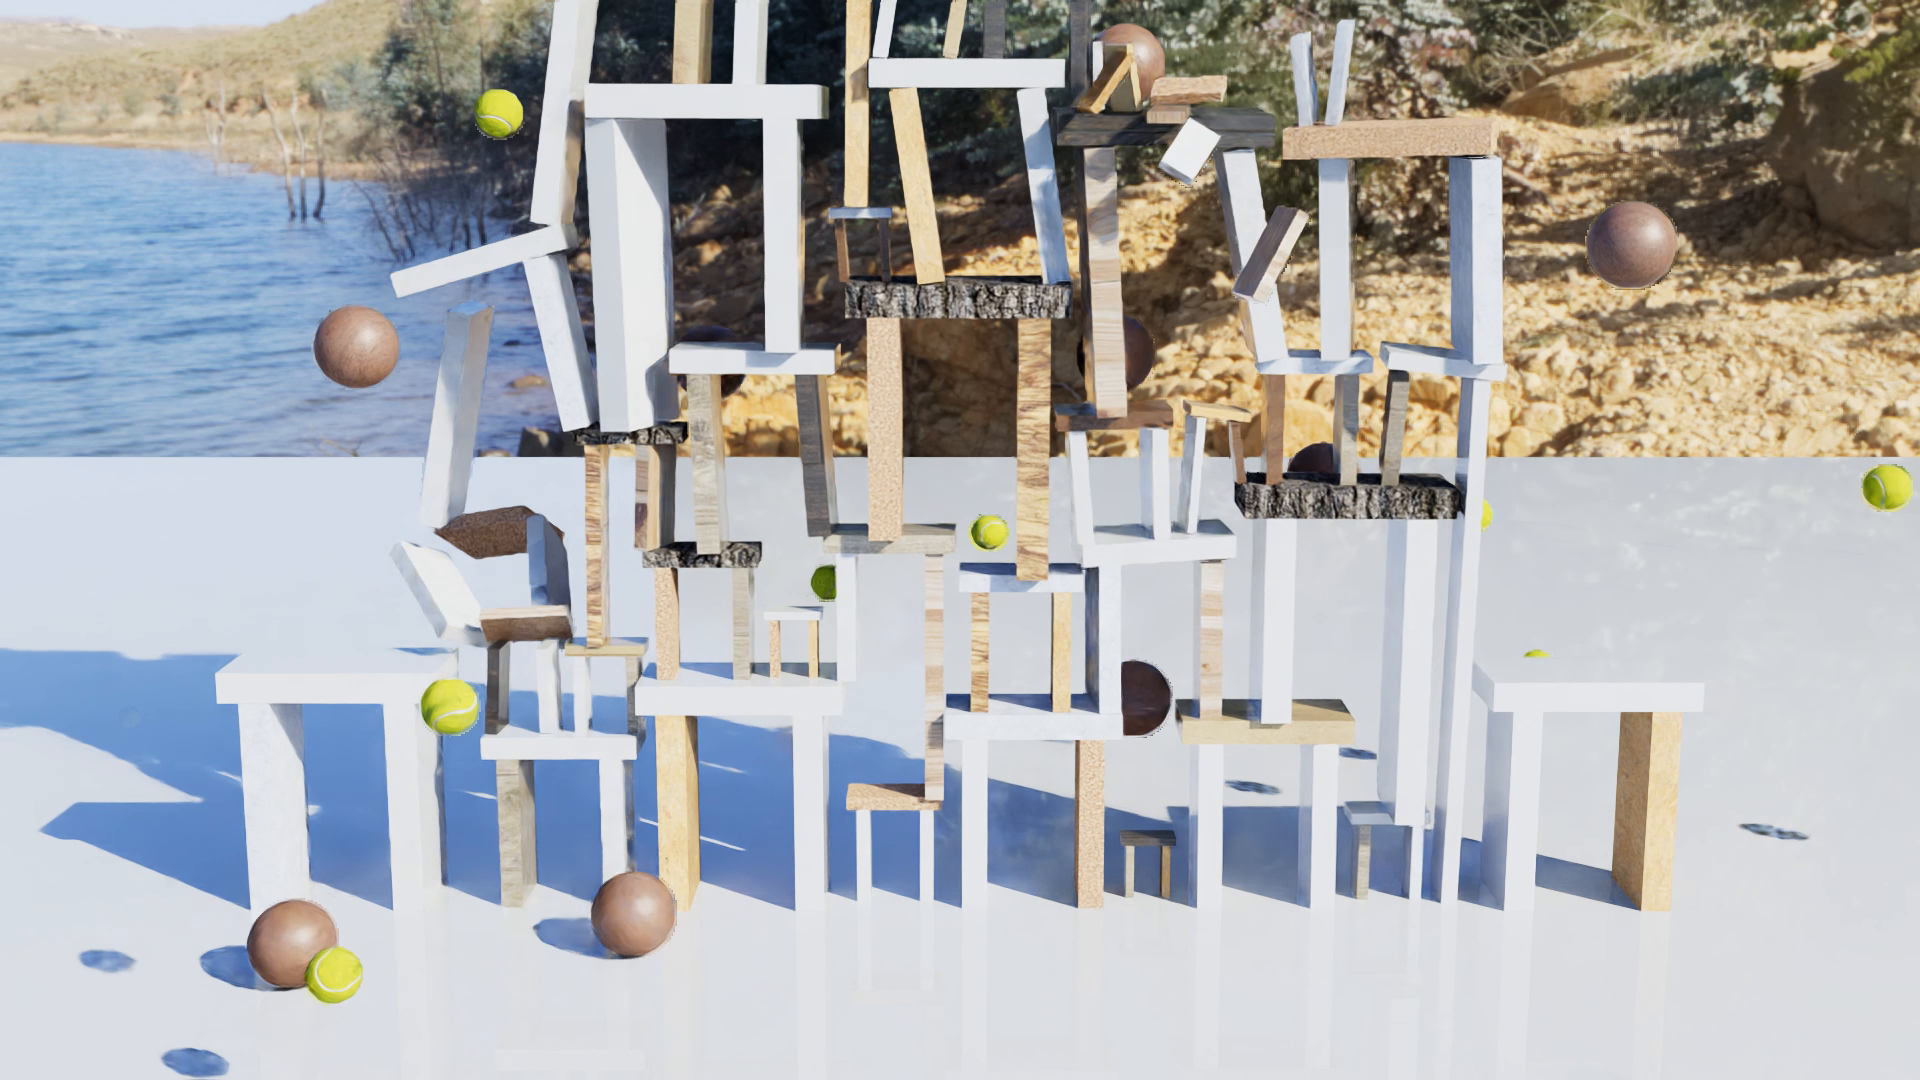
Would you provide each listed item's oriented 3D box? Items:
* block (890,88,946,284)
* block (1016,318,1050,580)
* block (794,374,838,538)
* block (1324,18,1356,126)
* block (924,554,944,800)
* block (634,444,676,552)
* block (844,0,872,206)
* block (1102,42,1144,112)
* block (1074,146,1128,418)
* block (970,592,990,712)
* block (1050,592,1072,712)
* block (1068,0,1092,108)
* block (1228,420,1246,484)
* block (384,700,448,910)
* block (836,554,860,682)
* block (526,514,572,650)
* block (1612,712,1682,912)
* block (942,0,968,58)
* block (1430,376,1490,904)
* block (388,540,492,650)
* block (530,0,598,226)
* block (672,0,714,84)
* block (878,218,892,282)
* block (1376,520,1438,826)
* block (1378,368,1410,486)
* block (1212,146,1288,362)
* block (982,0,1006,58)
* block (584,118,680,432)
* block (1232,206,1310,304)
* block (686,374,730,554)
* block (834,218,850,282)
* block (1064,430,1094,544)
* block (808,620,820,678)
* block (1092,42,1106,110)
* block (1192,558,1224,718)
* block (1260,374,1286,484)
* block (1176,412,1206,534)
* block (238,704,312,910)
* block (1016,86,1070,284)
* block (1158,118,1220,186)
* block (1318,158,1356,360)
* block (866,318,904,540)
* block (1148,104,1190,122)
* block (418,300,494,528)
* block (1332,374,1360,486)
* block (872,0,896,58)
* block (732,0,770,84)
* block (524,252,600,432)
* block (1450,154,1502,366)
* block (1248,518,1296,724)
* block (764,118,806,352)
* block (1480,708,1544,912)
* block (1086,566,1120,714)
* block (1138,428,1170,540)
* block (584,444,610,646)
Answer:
[{"bbox_3d":[-0.066,-0.556,3.438,0.042,0.296,0.148,-8,12,1],"label":"block"},{"bbox_3d":[0.117,-0.157,3.520,0.050,0.416,0.175,0,12,1],"label":"block"},{"bbox_3d":[-0.229,-0.144,3.533,0.037,0.258,0.129,-4,11,3],"label":"block"},{"bbox_3d":[0.581,-0.715,3.363,0.019,0.152,0.067,10,22,14],"label":"block"},{"bbox_3d":[-0.042,0.213,3.604,0.030,0.410,0.105,0,11,-1],"label":"block"},{"bbox_3d":[-0.492,-0.074,3.550,0.024,0.173,0.086,8,13,22],"label":"block"},{"bbox_3d":[-0.157,-0.738,3.412,0.035,0.436,0.124,1,9,-1],"label":"block"},{"bbox_3d":[0.246,-0.699,3.326,0.014,0.101,0.050,-26,24,-37],"label":"block"},{"bbox_3d":[0.218,-0.410,3.430,0.047,0.413,0.164,-4,15,-2],"label":"block"},{"bbox_3d":[0.032,0.172,3.588,0.028,0.199,0.099,0,11,0],"label":"block"},{"bbox_3d":[0.165,0.172,3.588,0.028,0.199,0.099,0,11,0],"label":"block"},{"bbox_3d":[0.183,-0.812,3.364,0.030,0.295,0.107,0,11,0],"label":"block"},{"bbox_3d":[0.443,-0.144,3.521,0.014,0.101,0.050,-8,11,2],"label":"block"},{"bbox_3d":[-0.900,0.417,3.642,0.049,0.349,0.175,0,11,0],"label":"block"},{"bbox_3d":[-0.182,0.115,3.582,0.030,0.211,0.105,0,11,1],"label":"block"},{"bbox_3d":[-0.695,0.070,3.725,0.030,0.107,0.214,-17,49,5],"label":"block"},{"bbox_3d":[1.135,0.425,3.638,0.048,0.336,0.168,0,11,0],"label":"block"},{"bbox_3d":[-0.002,-0.823,3.376,0.023,0.161,0.081,10,14,-3],"label":"block"},{"bbox_3d":[0.805,0.164,3.544,0.026,0.879,0.091,0,16,1],"label":"block"},{"bbox_3d":[-0.865,0.091,3.683,0.107,0.030,0.214,19,26,-52],"label":"block"},{"bbox_3d":[-0.609,-0.741,3.431,0.038,0.491,0.134,9,10,1],"label":"block"},{"bbox_3d":[-0.410,-0.842,3.408,0.038,0.268,0.134,4,11,2],"label":"block"},{"bbox_3d":[-0.117,-0.458,3.458,0.014,0.099,0.049,-3,12,1],"label":"block"},{"bbox_3d":[0.728,0.198,3.586,0.047,0.502,0.166,0,11,1],"label":"block"},{"bbox_3d":[0.686,-0.188,3.477,0.026,0.182,0.091,3,30,6],"label":"block"},{"bbox_3d":[0.455,-0.456,3.454,0.047,0.328,0.164,-11,14,3],"label":"block"},{"bbox_3d":[0.054,-0.849,3.378,0.030,0.214,0.107,1,12,-1],"label":"block"},{"bbox_3d":[-0.519,-0.423,3.493,0.050,0.484,0.178,2,11,19],"label":"block"},{"bbox_3d":[0.426,-0.393,3.020,0.019,0.134,0.067,26,3,-22],"label":"block"},{"bbox_3d":[-0.405,-0.131,3.538,0.037,0.288,0.129,-2,11,1],"label":"block"},{"bbox_3d":[-0.185,-0.458,3.458,0.014,0.099,0.049,-5,12,1],"label":"block"},{"bbox_3d":[0.190,-0.094,3.511,0.026,0.183,0.091,-6,15,-1],"label":"block"},{"bbox_3d":[-0.238,0.173,3.590,0.014,0.095,0.048,0,11,0],"label":"block"},{"bbox_3d":[0.211,-0.705,3.348,0.014,0.101,0.050,-2,10,6],"label":"block"},{"bbox_3d":[0.404,0.152,3.587,0.035,0.255,0.123,-1,11,0],"label":"block"},{"bbox_3d":[0.500,-0.183,3.517,0.025,0.177,0.089,0,12,1],"label":"block"},{"bbox_3d":[0.370,-0.109,3.522,0.014,0.191,0.050,-2,18,-16],"label":"block"},{"bbox_3d":[-1.132,0.417,3.642,0.049,0.349,0.175,0,11,0],"label":"block"},{"bbox_3d":[0.131,-0.557,3.439,0.042,0.296,0.148,-8,12,3],"label":"block"},{"bbox_3d":[0.339,-0.574,3.248,0.054,0.015,0.108,31,55,2],"label":"block"},{"bbox_3d":[0.593,-0.450,3.455,0.044,0.314,0.154,0,14,14],"label":"block"},{"bbox_3d":[-0.118,-0.189,3.513,0.050,0.351,0.176,0,12,0],"label":"block"},{"bbox_3d":[0.309,-0.631,3.254,0.054,0.015,0.108,2,17,10],"label":"block"},{"bbox_3d":[-0.845,-0.212,3.690,0.039,0.365,0.136,12,14,2],"label":"block"},{"bbox_3d":[0.617,-0.183,3.516,0.025,0.177,0.089,0,11,1],"label":"block"},{"bbox_3d":[-0.110,-0.823,3.376,0.023,0.161,0.081,9,14,-3],"label":"block"},{"bbox_3d":[-0.322,-0.831,3.407,0.035,0.248,0.124,4,11,2],"label":"block"},{"bbox_3d":[-0.631,-0.317,3.504,0.039,0.273,0.136,-11,9,3],"label":"block"},{"bbox_3d":[0.790,-0.437,3.367,0.044,0.309,0.154,-4,17,1],"label":"block"},{"bbox_3d":[0.507,0.115,3.573,0.047,0.333,0.166,0,11,0],"label":"block"},{"bbox_3d":[-0.276,-0.482,3.465,0.050,0.356,0.178,0,11,0],"label":"block"},{"bbox_3d":[0.911,0.425,3.638,0.048,0.336,0.168,0,11,0],"label":"block"},{"bbox_3d":[0.233,0.146,3.580,0.035,0.247,0.123,-3,14,-7],"label":"block"},{"bbox_3d":[0.311,-0.101,3.523,0.026,0.183,0.091,-5,15,-8],"label":"block"},{"bbox_3d":[-0.587,0.003,3.565,0.024,0.329,0.086,1,11,0],"label":"block"}]
